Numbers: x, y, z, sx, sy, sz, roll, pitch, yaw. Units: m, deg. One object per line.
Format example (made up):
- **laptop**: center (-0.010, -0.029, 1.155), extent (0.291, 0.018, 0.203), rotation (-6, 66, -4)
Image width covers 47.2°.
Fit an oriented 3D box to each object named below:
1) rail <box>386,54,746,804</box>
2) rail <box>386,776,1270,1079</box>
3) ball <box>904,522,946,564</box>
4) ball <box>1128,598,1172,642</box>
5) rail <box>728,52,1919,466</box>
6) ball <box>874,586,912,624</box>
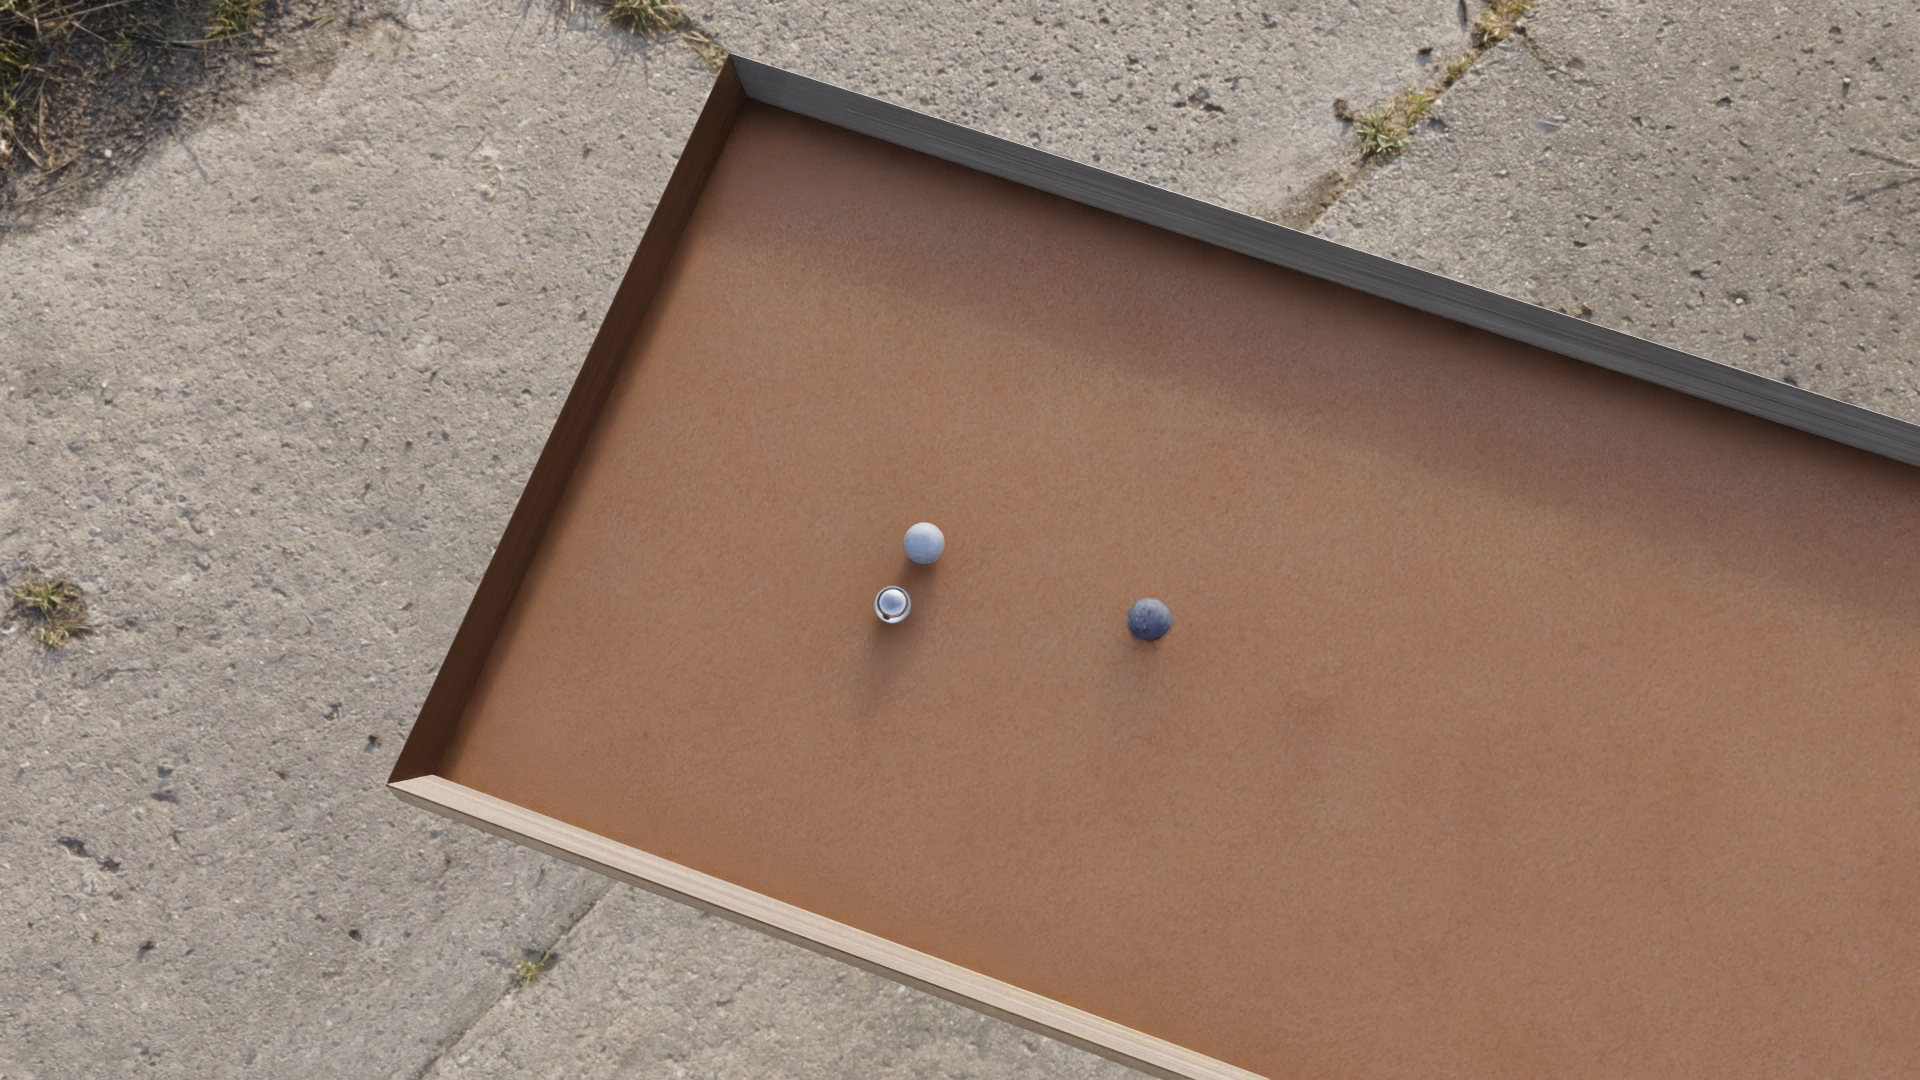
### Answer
- **rail**: center (-0.601, -0.208, 3.535), extent (0.045, 0.088, 1.359), rotation (19, 70, 7)
- **rail**: center (0.399, 0.781, 3.154), extent (2.650, 0.088, 0.045), rotation (19, 70, 7)
- **ball**: center (-0.057, 0.005, 3.466), extent (0.066, 0.066, 0.066), rotation (0, 69, 0)
- **ball**: center (0.295, 0.123, 3.419), extent (0.068, 0.068, 0.068), rotation (0, 69, 0)
- **rail**: center (0.846, -0.370, 3.597), extent (2.650, 0.088, 0.045), rotation (19, 70, 7)
- **ball**: center (-0.105, 0.101, 3.433), extent (0.059, 0.059, 0.059), rotation (0, 69, 0)
